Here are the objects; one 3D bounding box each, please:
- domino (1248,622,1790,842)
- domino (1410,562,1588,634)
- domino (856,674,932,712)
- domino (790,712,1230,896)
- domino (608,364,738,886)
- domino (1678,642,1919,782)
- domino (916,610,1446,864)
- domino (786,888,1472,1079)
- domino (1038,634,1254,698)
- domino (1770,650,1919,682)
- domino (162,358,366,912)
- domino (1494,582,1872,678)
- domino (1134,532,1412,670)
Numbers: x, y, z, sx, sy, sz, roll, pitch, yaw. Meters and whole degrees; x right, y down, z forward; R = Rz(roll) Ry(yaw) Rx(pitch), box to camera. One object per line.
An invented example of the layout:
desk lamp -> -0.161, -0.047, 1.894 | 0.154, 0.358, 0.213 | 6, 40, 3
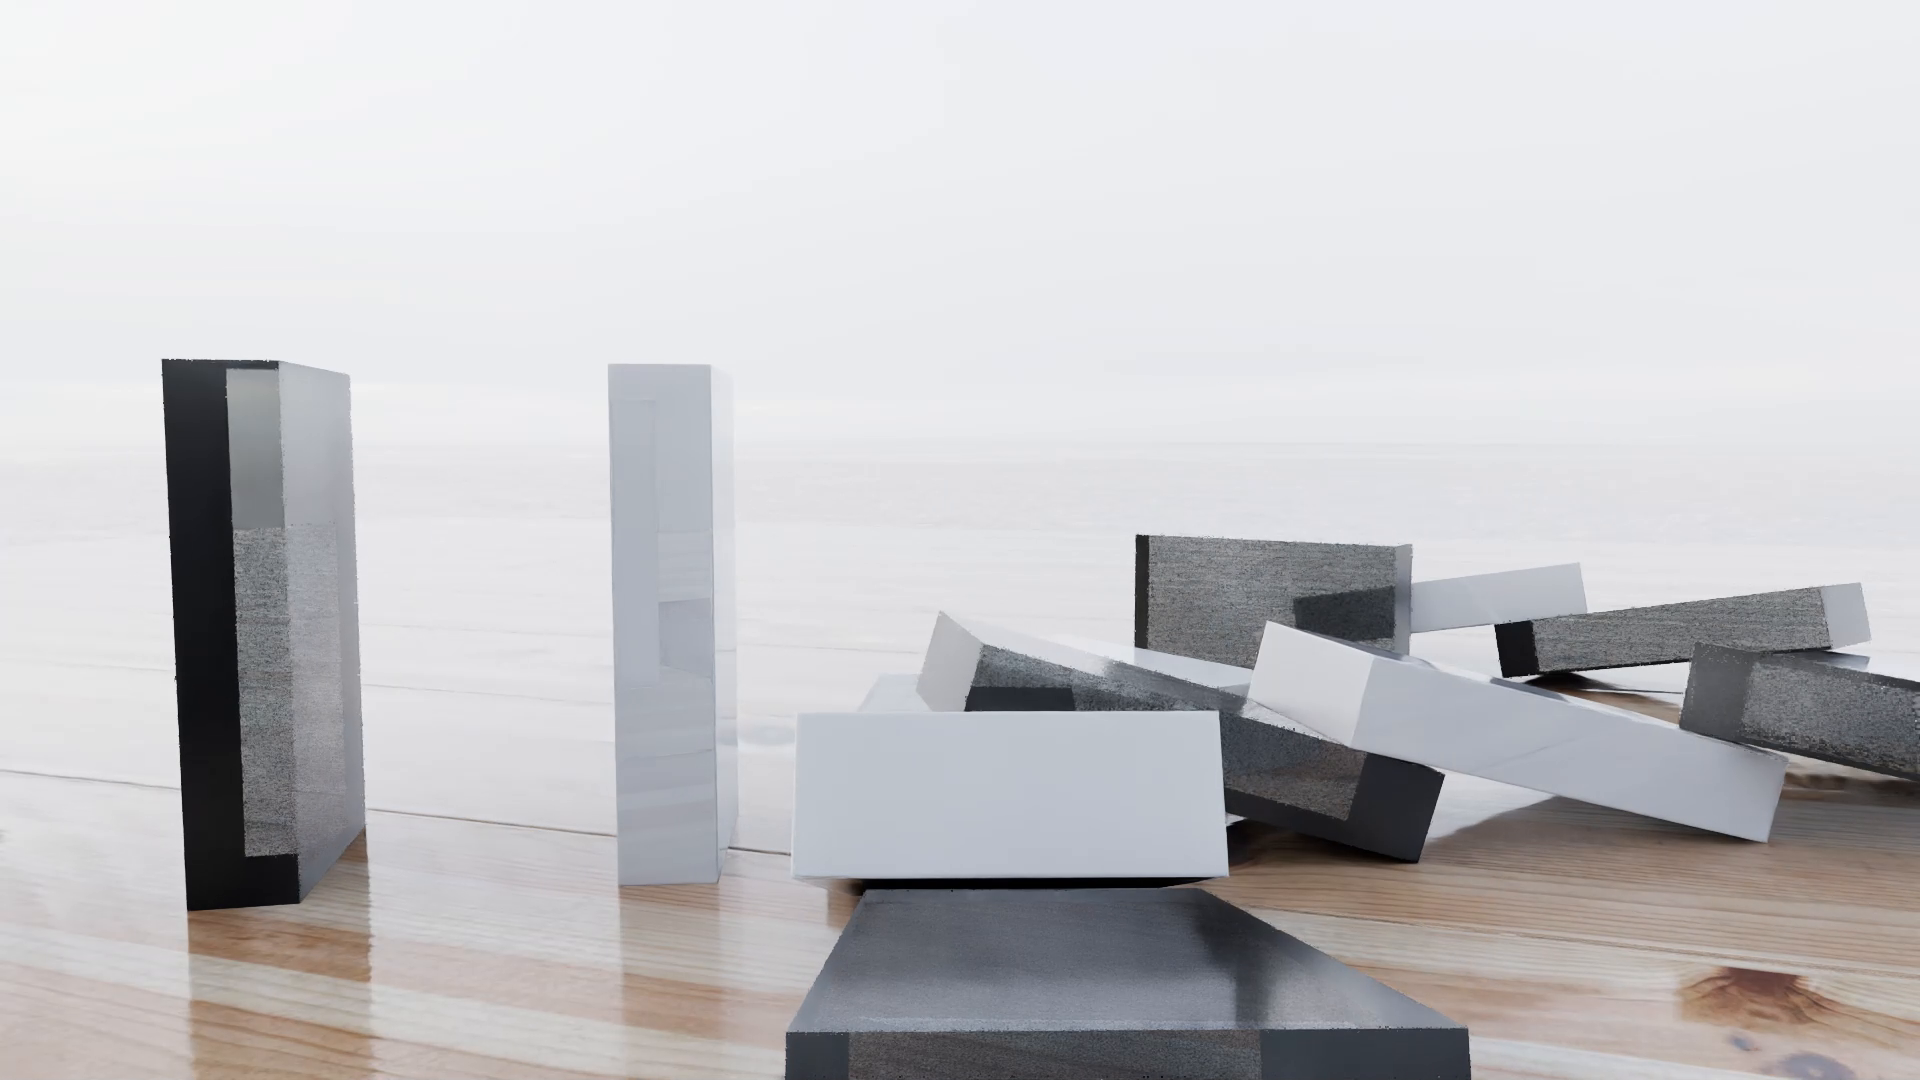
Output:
domino -> 0.061, 0.021, 0.144 | 0.050, 0.009, 0.025 | 14, 2, -11
domino -> 0.094, 0.013, 0.253 | 0.050, 0.009, 0.025 | -9, -7, 20
domino -> 0.000, 0.026, 0.159 | 0.025, 0.009, 0.050 | 0, 4, 3
domino -> 0.003, 0.022, 0.098 | 0.025, 0.009, 0.050 | 0, -17, -1
domino -> -0.029, 0.007, 0.134 | 0.009, 0.050, 0.025 | 0, 4, -5
domino -> 0.103, 0.021, 0.148 | 0.025, 0.010, 0.050 | 11, 0, 42
domino -> 0.022, 0.020, 0.138 | 0.050, 0.009, 0.025 | 17, 1, -11
domino -> 0.006, 0.027, 0.071 | 0.025, 0.010, 0.050 | 0, -9, -1
domino -> 0.022, 0.023, 0.196 | 0.025, 0.010, 0.050 | -3, 5, -35
domino -> 0.139, 0.024, 0.181 | 0.025, 0.009, 0.050 | -3, 5, -31
domino -> -0.068, 0.008, 0.128 | 0.010, 0.050, 0.025 | -1, 4, -12
domino -> 0.121, 0.016, 0.218 | 0.025, 0.009, 0.050 | 0, -9, -43
domino -> 0.057, 0.012, 0.239 | 0.050, 0.025, 0.010 | 3, 5, 35
